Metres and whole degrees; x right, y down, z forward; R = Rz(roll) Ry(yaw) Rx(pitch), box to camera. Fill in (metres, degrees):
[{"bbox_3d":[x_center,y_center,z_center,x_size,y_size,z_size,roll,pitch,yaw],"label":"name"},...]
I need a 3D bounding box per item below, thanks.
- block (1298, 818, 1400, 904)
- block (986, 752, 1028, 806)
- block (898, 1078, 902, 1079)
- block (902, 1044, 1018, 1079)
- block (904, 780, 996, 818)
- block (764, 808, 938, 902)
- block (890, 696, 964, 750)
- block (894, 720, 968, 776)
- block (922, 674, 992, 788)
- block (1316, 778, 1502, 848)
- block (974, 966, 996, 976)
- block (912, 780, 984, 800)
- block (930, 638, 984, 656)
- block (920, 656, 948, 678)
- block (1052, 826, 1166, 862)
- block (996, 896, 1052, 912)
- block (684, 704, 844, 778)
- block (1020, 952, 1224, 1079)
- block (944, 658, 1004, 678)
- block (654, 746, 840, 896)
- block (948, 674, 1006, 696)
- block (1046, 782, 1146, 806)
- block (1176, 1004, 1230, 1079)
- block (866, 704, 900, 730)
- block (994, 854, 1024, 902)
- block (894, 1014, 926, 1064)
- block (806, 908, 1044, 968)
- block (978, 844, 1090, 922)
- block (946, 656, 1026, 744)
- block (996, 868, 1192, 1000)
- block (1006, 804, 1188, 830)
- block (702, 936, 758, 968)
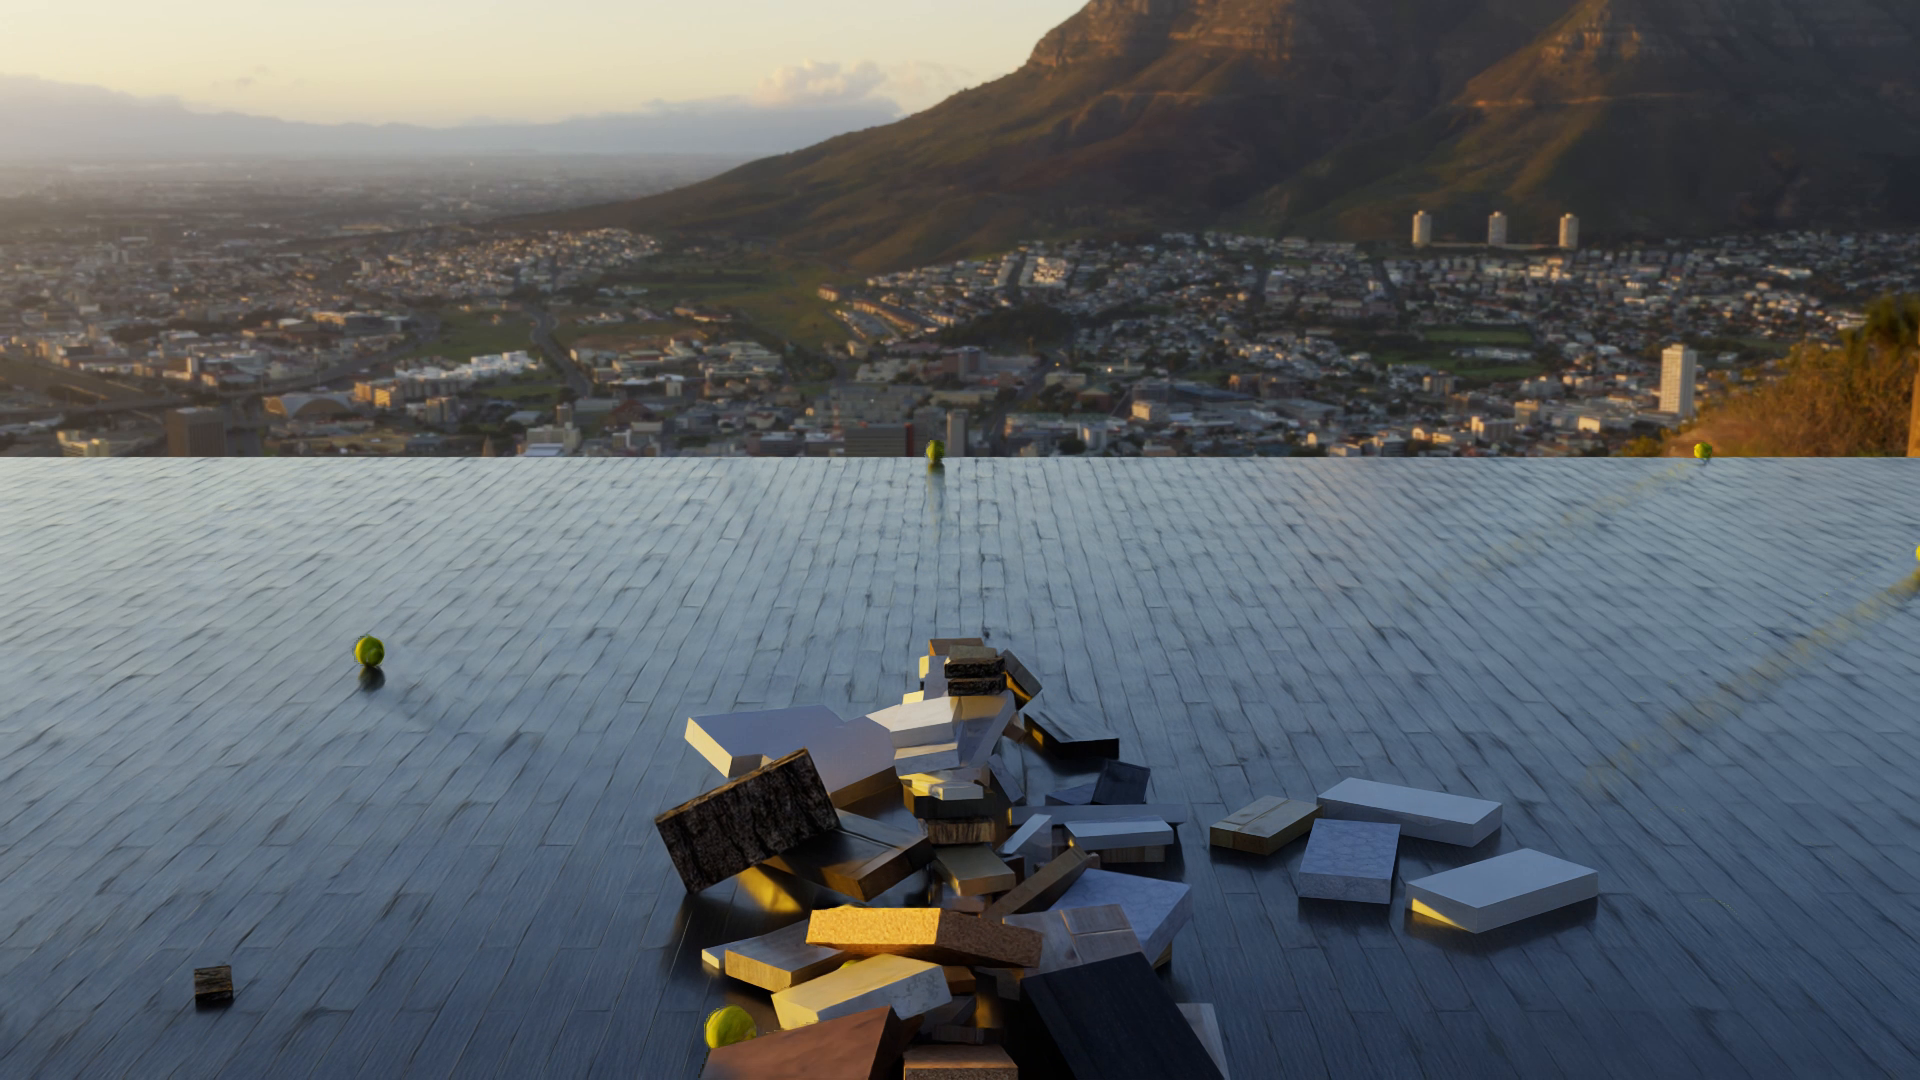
[{"bbox_3d":[0.672,0.548,3.777,0.150,0.043,0.301,3,11,14],"label":"block"},{"bbox_3d":[0.084,0.431,3.916,0.025,0.088,0.176,-32,-12,-2],"label":"block"},{"bbox_3d":[-0.005,0.714,2.705,0.149,0.042,0.299,0,-3,-1],"label":"block"},{"bbox_3d":[-0.005,0.662,2.745,0.131,0.037,0.424,0,-9,-2],"label":"block"},{"bbox_3d":[-0.020,0.441,3.753,0.132,0.037,0.264,-2,-1,-6],"label":"block"},{"bbox_3d":[-0.217,0.511,3.672,0.139,0.039,0.495,-29,15,-25],"label":"block"},{"bbox_3d":[-0.057,0.317,3.842,0.107,0.030,0.214,-10,8,6],"label":"block"},{"bbox_3d":[-0.049,0.356,3.771,0.107,0.030,0.214,-10,8,5],"label":"block"},{"bbox_3d":[-0.007,0.359,4.042,0.132,0.037,0.264,1,46,4],"label":"block"},{"bbox_3d":[0.825,0.499,4.044,0.301,0.043,0.150,7,13,32],"label":"block"},{"bbox_3d":[0.141,0.625,3.401,0.104,0.029,0.260,8,13,36],"label":"block"},{"bbox_3d":[-0.022,0.411,3.660,0.067,0.019,0.264,-2,-1,-12],"label":"block"},{"bbox_3d":[0.001,0.280,5.240,0.126,0.036,0.251,-1,11,-6],"label":"block"},{"bbox_3d":[0.000,0.286,4.947,0.163,0.046,0.327,1,-4,-4],"label":"block"},{"bbox_3d":[0.240,0.535,3.876,0.229,0.032,0.114,-1,11,-3],"label":"block"},{"bbox_3d":[0.106,0.580,3.456,0.094,0.013,0.047,-2,48,-10],"label":"block"},{"bbox_3d":[-0.364,0.398,4.378,0.327,0.046,0.163,-2,26,-39],"label":"block"},{"bbox_3d":[0.217,0.662,2.781,0.173,0.049,0.347,-10,30,-16],"label":"block"},{"bbox_3d":[0.028,0.237,4.076,0.090,0.026,0.181,-2,0,7],"label":"block"},{"bbox_3d":[-0.355,0.469,3.675,0.277,0.139,0.039,-25,14,-8],"label":"block"},{"bbox_3d":[0.033,0.263,3.982,0.090,0.026,0.181,-2,0,6],"label":"block"},{"bbox_3d":[0.257,0.487,4.155,0.176,0.025,0.088,-8,13,-37],"label":"block"},{"bbox_3d":[0.263,0.705,2.914,0.175,0.049,0.349,0,11,1],"label":"block"},{"bbox_3d":[-0.159,0.394,4.566,0.100,0.028,0.200,-18,12,-3],"label":"block"},{"bbox_3d":[0.079,0.562,3.536,0.052,0.103,0.015,-8,13,-37],"label":"block"},{"bbox_3d":[-0.131,0.665,2.881,0.131,0.037,0.263,-25,-4,6],"label":"block"},{"bbox_3d":[-0.054,0.565,3.120,0.173,0.049,0.347,19,-18,-30],"label":"block"},{"bbox_3d":[0.105,0.558,3.394,0.208,0.104,0.029,-31,65,-31],"label":"block"},{"bbox_3d":[0.052,0.320,4.538,0.105,0.030,0.315,31,10,-20],"label":"block"},{"bbox_3d":[0.207,0.596,3.287,0.175,0.049,0.349,5,18,25],"label":"block"},{"bbox_3d":[0.244,0.498,3.958,0.314,0.032,0.114,0,-11,-4],"label":"block"},{"bbox_3d":[-0.339,0.635,3.388,0.103,0.015,0.052,-7,13,-34],"label":"block"}]
